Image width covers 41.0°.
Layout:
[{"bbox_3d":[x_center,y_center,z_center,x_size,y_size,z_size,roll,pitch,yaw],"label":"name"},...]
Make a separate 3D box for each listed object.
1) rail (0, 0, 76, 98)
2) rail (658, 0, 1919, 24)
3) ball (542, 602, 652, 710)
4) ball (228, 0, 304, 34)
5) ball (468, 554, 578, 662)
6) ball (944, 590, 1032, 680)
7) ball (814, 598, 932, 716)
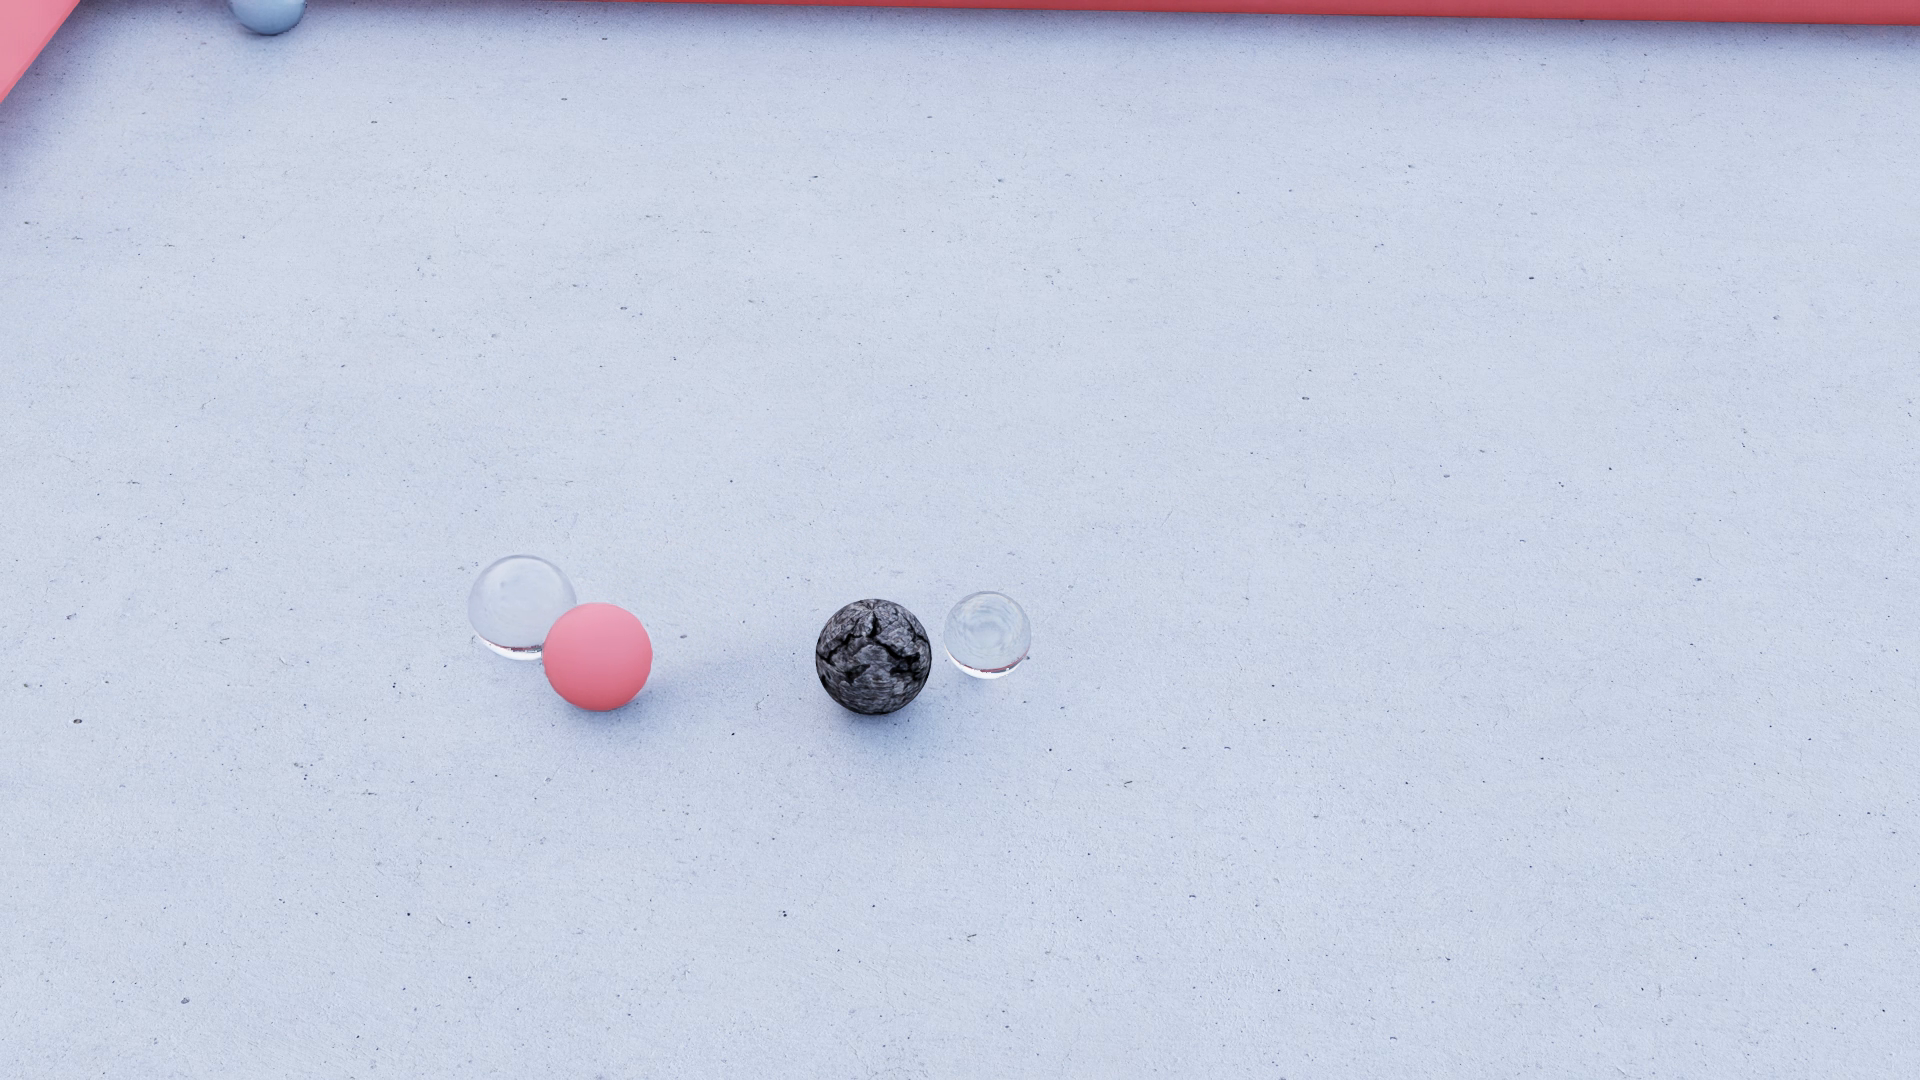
[{"bbox_3d":[-0.873,-0.035,1.728,0.045,0.095,1.847,1,36,2],"label":"rail"},{"bbox_3d":[0.936,-0.516,2.394,3.589,0.095,0.045,1,36,2],"label":"rail"},{"bbox_3d":[-0.227,0.073,1.603,0.068,0.068,0.068,0,36,0],"label":"ball"},{"bbox_3d":[-0.652,-0.511,2.410,0.071,0.071,0.071,0,36,0],"label":"ball"},{"bbox_3d":[-0.280,0.043,1.644,0.069,0.069,0.069,0,36,0],"label":"ball"},{"bbox_3d":[0.017,0.060,1.630,0.056,0.056,0.056,0,36,0],"label":"ball"},{"bbox_3d":[-0.054,0.073,1.599,0.073,0.073,0.073,0,36,0],"label":"ball"}]
